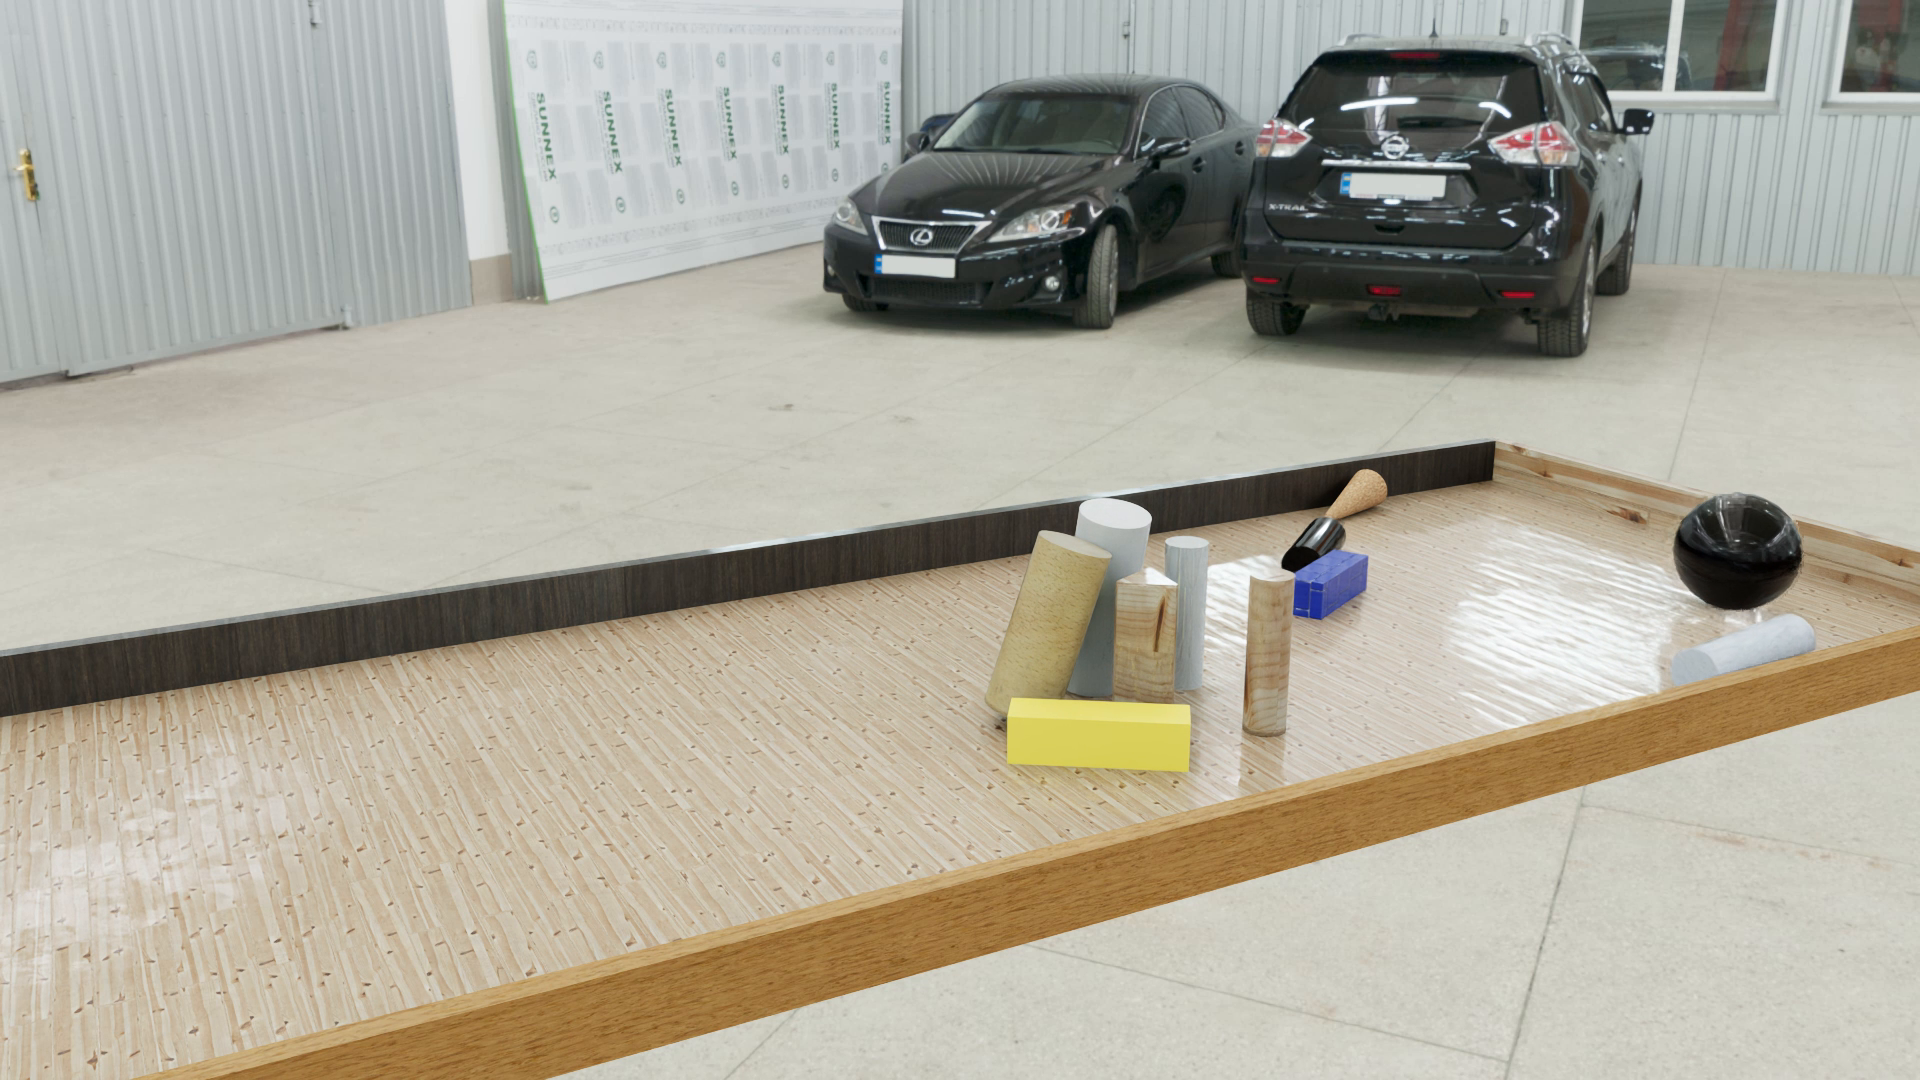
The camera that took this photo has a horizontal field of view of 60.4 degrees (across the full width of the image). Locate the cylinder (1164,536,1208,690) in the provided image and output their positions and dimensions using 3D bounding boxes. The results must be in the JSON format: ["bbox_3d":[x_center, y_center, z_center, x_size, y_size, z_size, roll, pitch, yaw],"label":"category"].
[{"bbox_3d":[0.556,0.181,4.086,0.106,0.368,0.106,0,16,0],"label":"cylinder"}]

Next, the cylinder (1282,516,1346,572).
[{"bbox_3d":[1.078,0.034,5.016,0.127,0.127,0.348,7,18,22],"label":"cylinder"}]

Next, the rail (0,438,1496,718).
[{"bbox_3d":[-3.305,0.497,3.399,12.000,0.150,0.050,-9,18,-27],"label":"rail"}]

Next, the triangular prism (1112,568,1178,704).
[{"bbox_3d":[0.436,0.253,3.865,0.139,0.355,0.121,3,17,9],"label":"triangular prism"}]

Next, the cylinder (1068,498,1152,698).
[{"bbox_3d":[0.343,0.142,4.020,0.174,0.456,0.174,6,25,-3],"label":"cylinder"}]

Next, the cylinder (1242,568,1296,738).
[{"bbox_3d":[0.710,0.260,3.801,0.101,0.378,0.101,0,16,0],"label":"cylinder"}]

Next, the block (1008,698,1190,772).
[{"bbox_3d":[0.310,0.433,3.681,0.400,0.112,0.112,2,16,6],"label":"block"}]

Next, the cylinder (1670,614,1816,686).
[{"bbox_3d":[1.970,0.290,4.141,0.444,0.127,0.127,-11,20,-34],"label":"cylinder"}]

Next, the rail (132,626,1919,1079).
[{"bbox_3d":[-2.336,1.006,1.665,12.000,0.150,0.050,-9,18,-27],"label":"rail"}]

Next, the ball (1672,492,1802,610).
[{"bbox_3d":[2.193,0.032,4.656,0.333,0.333,0.333,0,16,0],"label":"ball"}]

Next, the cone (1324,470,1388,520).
[{"bbox_3d":[1.303,-0.111,5.613,0.137,0.137,0.370,14,32,39],"label":"cone"}]

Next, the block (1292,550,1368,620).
[{"bbox_3d":[1.056,0.126,4.736,0.107,0.107,0.333,11,20,33],"label":"block"}]

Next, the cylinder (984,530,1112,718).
[{"bbox_3d":[0.204,0.206,3.848,0.178,0.420,0.178,17,12,-4],"label":"cylinder"}]

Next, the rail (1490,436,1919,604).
[{"bbox_3d":[2.466,-0.048,5.253,0.050,0.150,2.100,-9,18,-27],"label":"rail"}]
